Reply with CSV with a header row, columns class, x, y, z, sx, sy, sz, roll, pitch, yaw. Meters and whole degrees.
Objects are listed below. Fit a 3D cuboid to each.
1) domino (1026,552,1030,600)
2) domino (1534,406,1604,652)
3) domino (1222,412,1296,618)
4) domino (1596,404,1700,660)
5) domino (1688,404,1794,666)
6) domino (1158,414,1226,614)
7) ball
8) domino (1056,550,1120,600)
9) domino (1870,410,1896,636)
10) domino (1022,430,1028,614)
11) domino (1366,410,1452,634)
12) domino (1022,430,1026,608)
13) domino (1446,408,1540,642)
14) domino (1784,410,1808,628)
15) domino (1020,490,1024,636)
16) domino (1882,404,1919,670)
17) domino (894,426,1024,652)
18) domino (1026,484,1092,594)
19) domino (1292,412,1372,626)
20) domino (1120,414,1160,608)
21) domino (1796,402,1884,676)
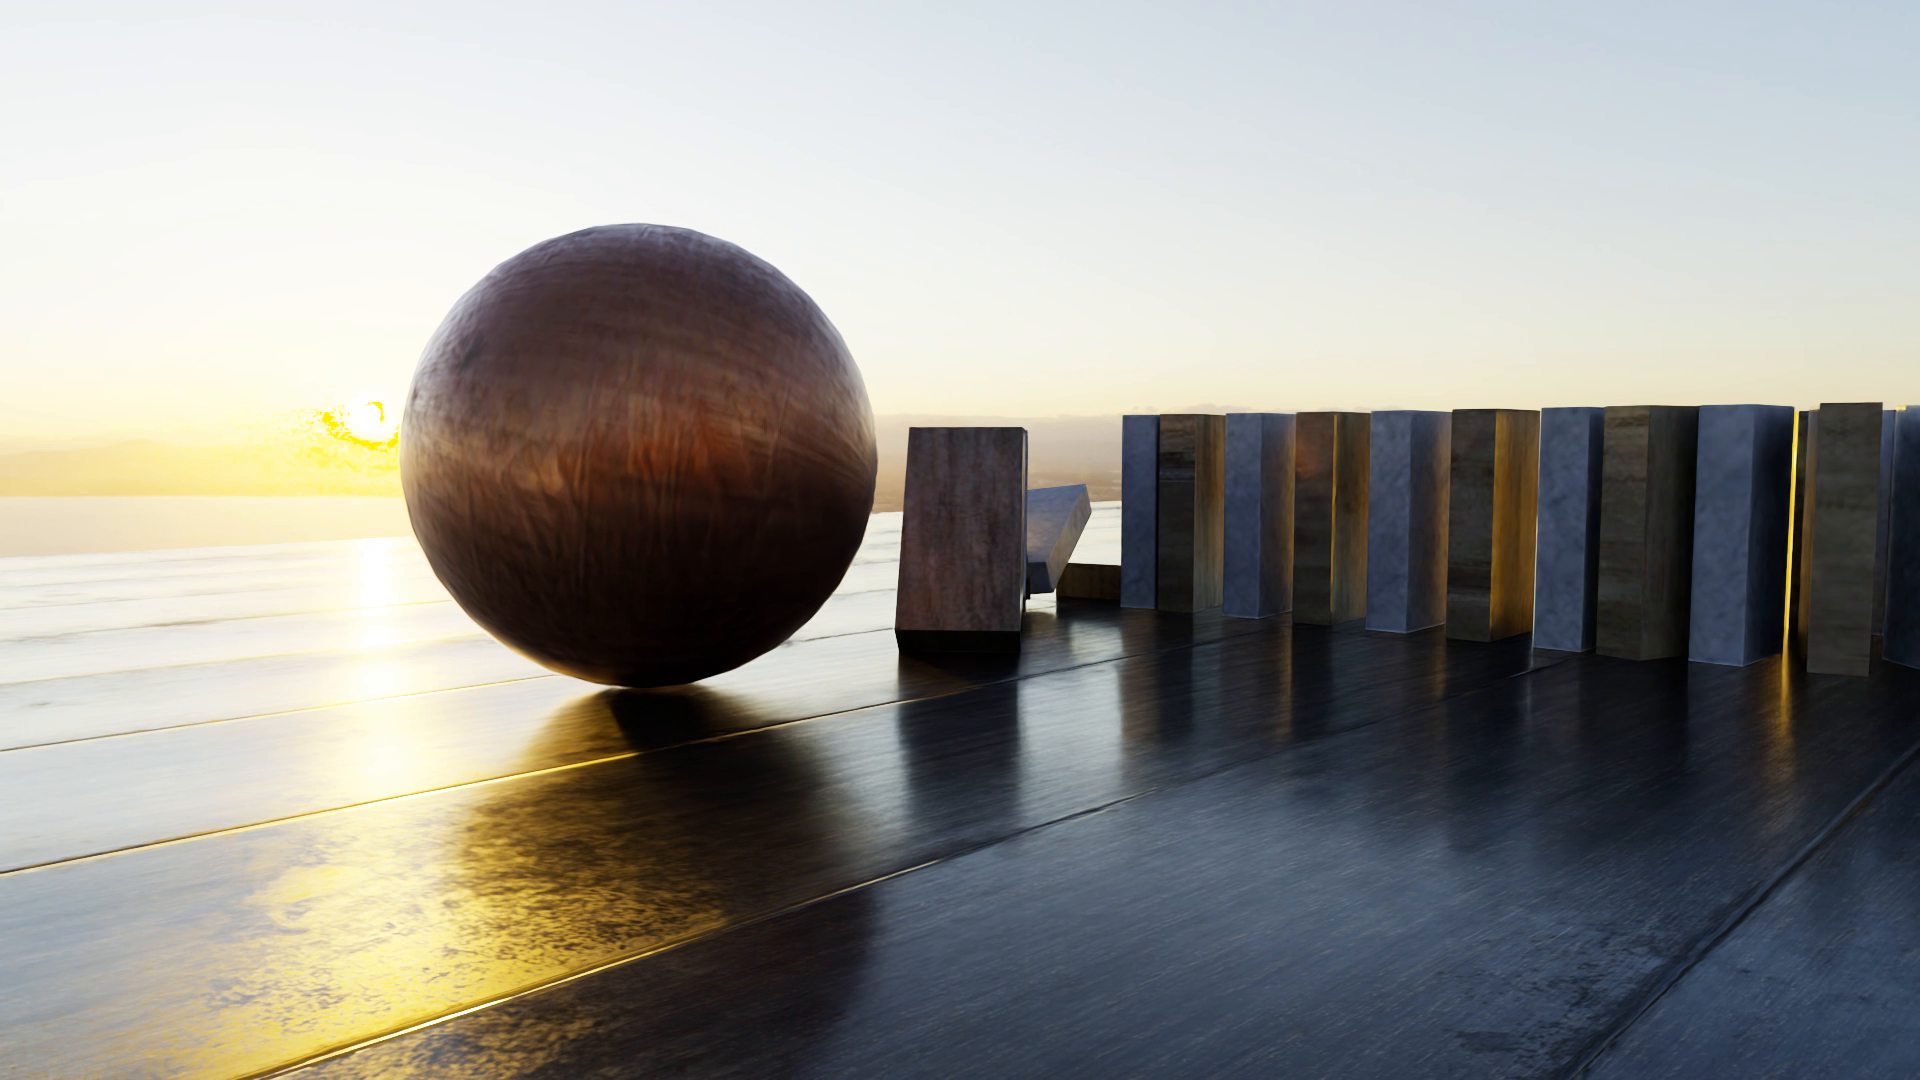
class,x,y,z,sx,sy,sz,roll,pitch,yaw
domino,0.004,-0.006,0.345,0.025,0.050,0.009,-5,-39,1
domino,0.132,-0.003,0.273,0.010,0.050,0.025,4,6,45
domino,0.077,-0.007,0.323,0.009,0.050,0.025,3,5,38
domino,0.142,-0.002,0.260,0.025,0.050,0.009,-2,5,-27
domino,0.156,-0.002,0.255,0.025,0.050,0.009,-4,6,-42
domino,0.061,-0.008,0.334,0.010,0.050,0.025,3,5,32
ball,-0.054,-0.014,0.224,0.080,0.080,0.080,0,4,0
domino,0.050,0.010,0.376,0.025,0.010,0.050,2,5,29
domino,0.212,-0.005,0.294,0.025,0.050,0.009,-3,5,-35
domino,0.005,-0.005,0.330,0.025,0.050,0.010,0,-31,4
domino,0.105,-0.005,0.299,0.009,0.050,0.025,4,6,43
domino,0.003,-0.004,0.318,0.025,0.050,0.009,0,-31,4
domino,0.119,-0.004,0.286,0.009,0.050,0.025,4,6,44
domino,0.198,-0.005,0.306,0.009,0.050,0.025,1,4,9
domino,0.002,-0.003,0.295,0.025,0.050,0.009,0,-31,4
domino,0.186,0.000,0.239,0.009,0.050,0.025,1,4,7
domino,0.001,-0.001,0.272,0.025,0.050,0.009,0,-31,4
domino,0.020,0.000,0.366,0.025,0.009,0.050,-5,25,22
domino,0.091,-0.006,0.311,0.009,0.050,0.025,4,6,40
domino,0.052,-0.008,0.342,0.010,0.050,0.025,2,5,30
domino,0.168,-0.001,0.246,0.010,0.050,0.025,2,5,29
